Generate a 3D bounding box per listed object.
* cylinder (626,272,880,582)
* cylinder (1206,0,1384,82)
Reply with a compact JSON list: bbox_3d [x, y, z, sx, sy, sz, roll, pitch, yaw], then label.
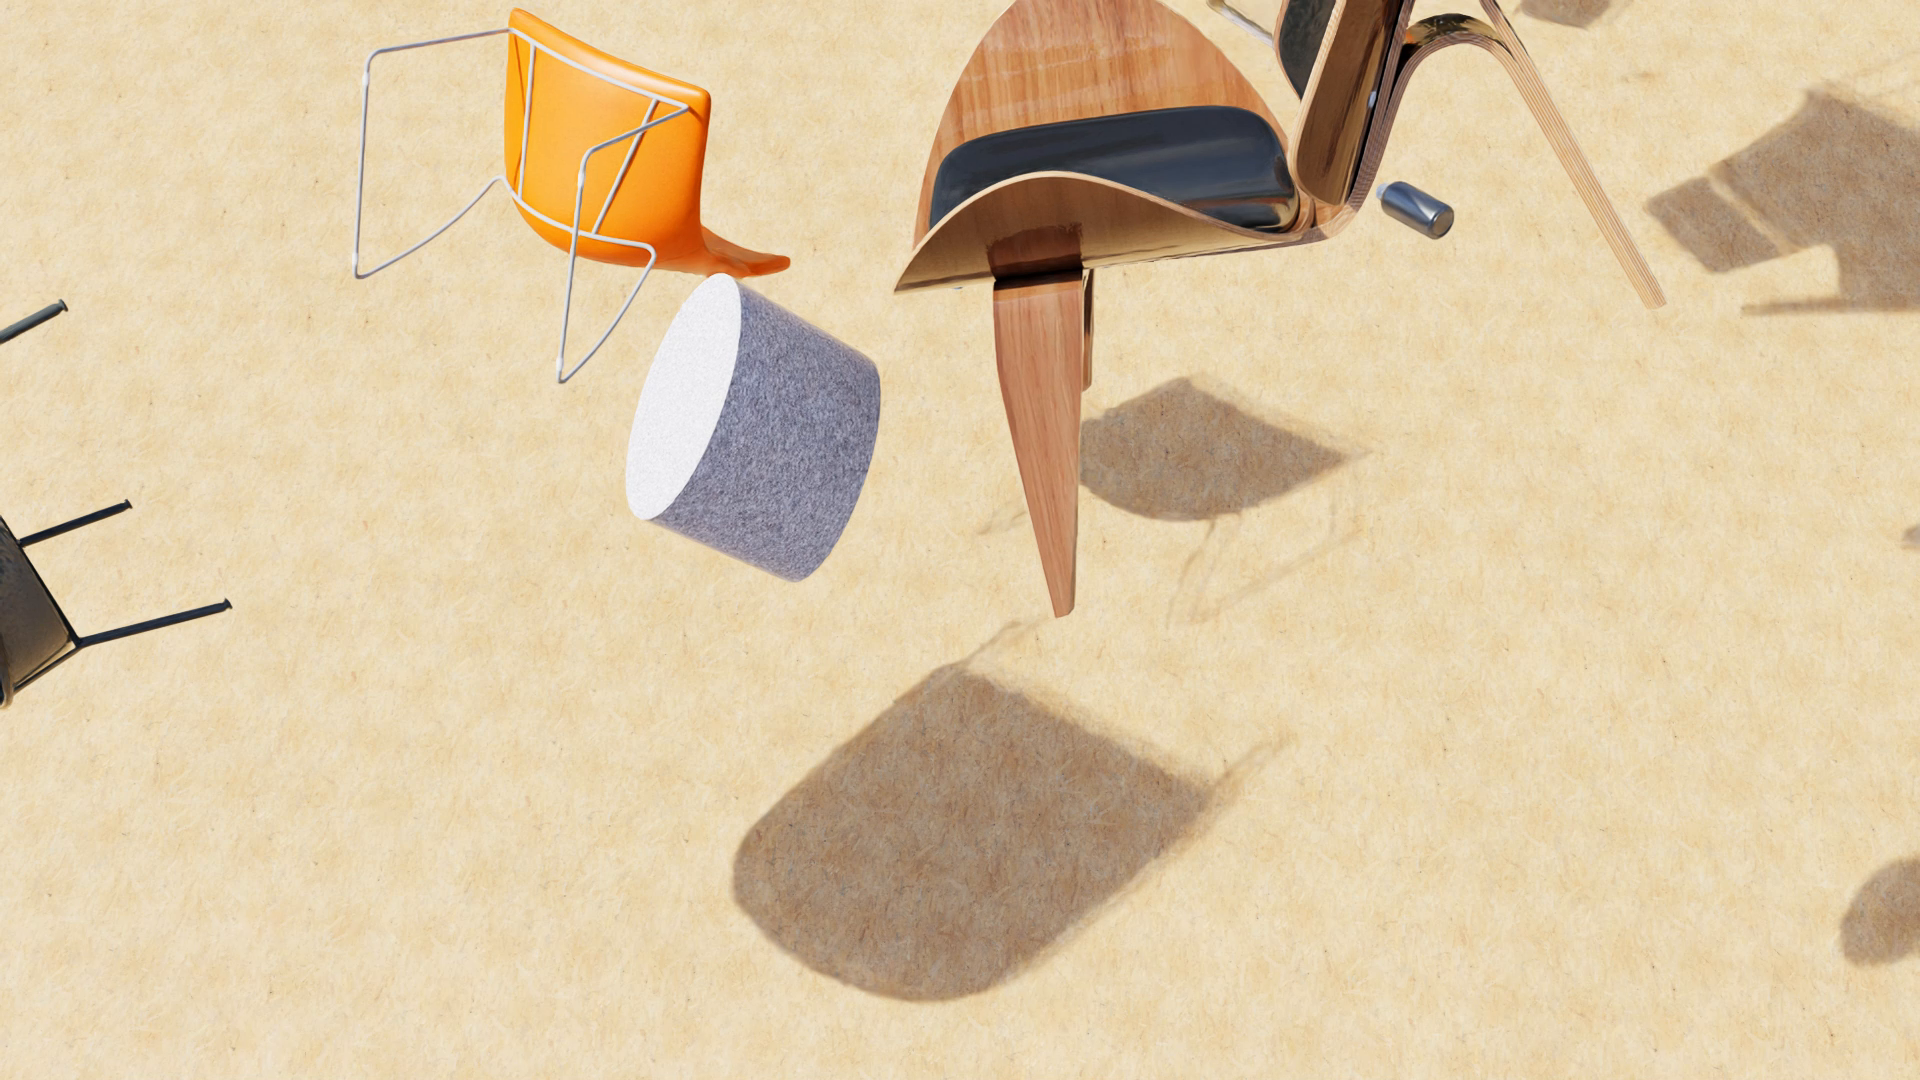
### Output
[{"bbox_3d":[-0.264,-0.140,2.867,0.146,0.296,0.329,12,81,38],"label":"cylinder"},{"bbox_3d":[0.595,-0.976,3.873,0.247,0.258,0.206,37,66,16],"label":"cylinder"}]
